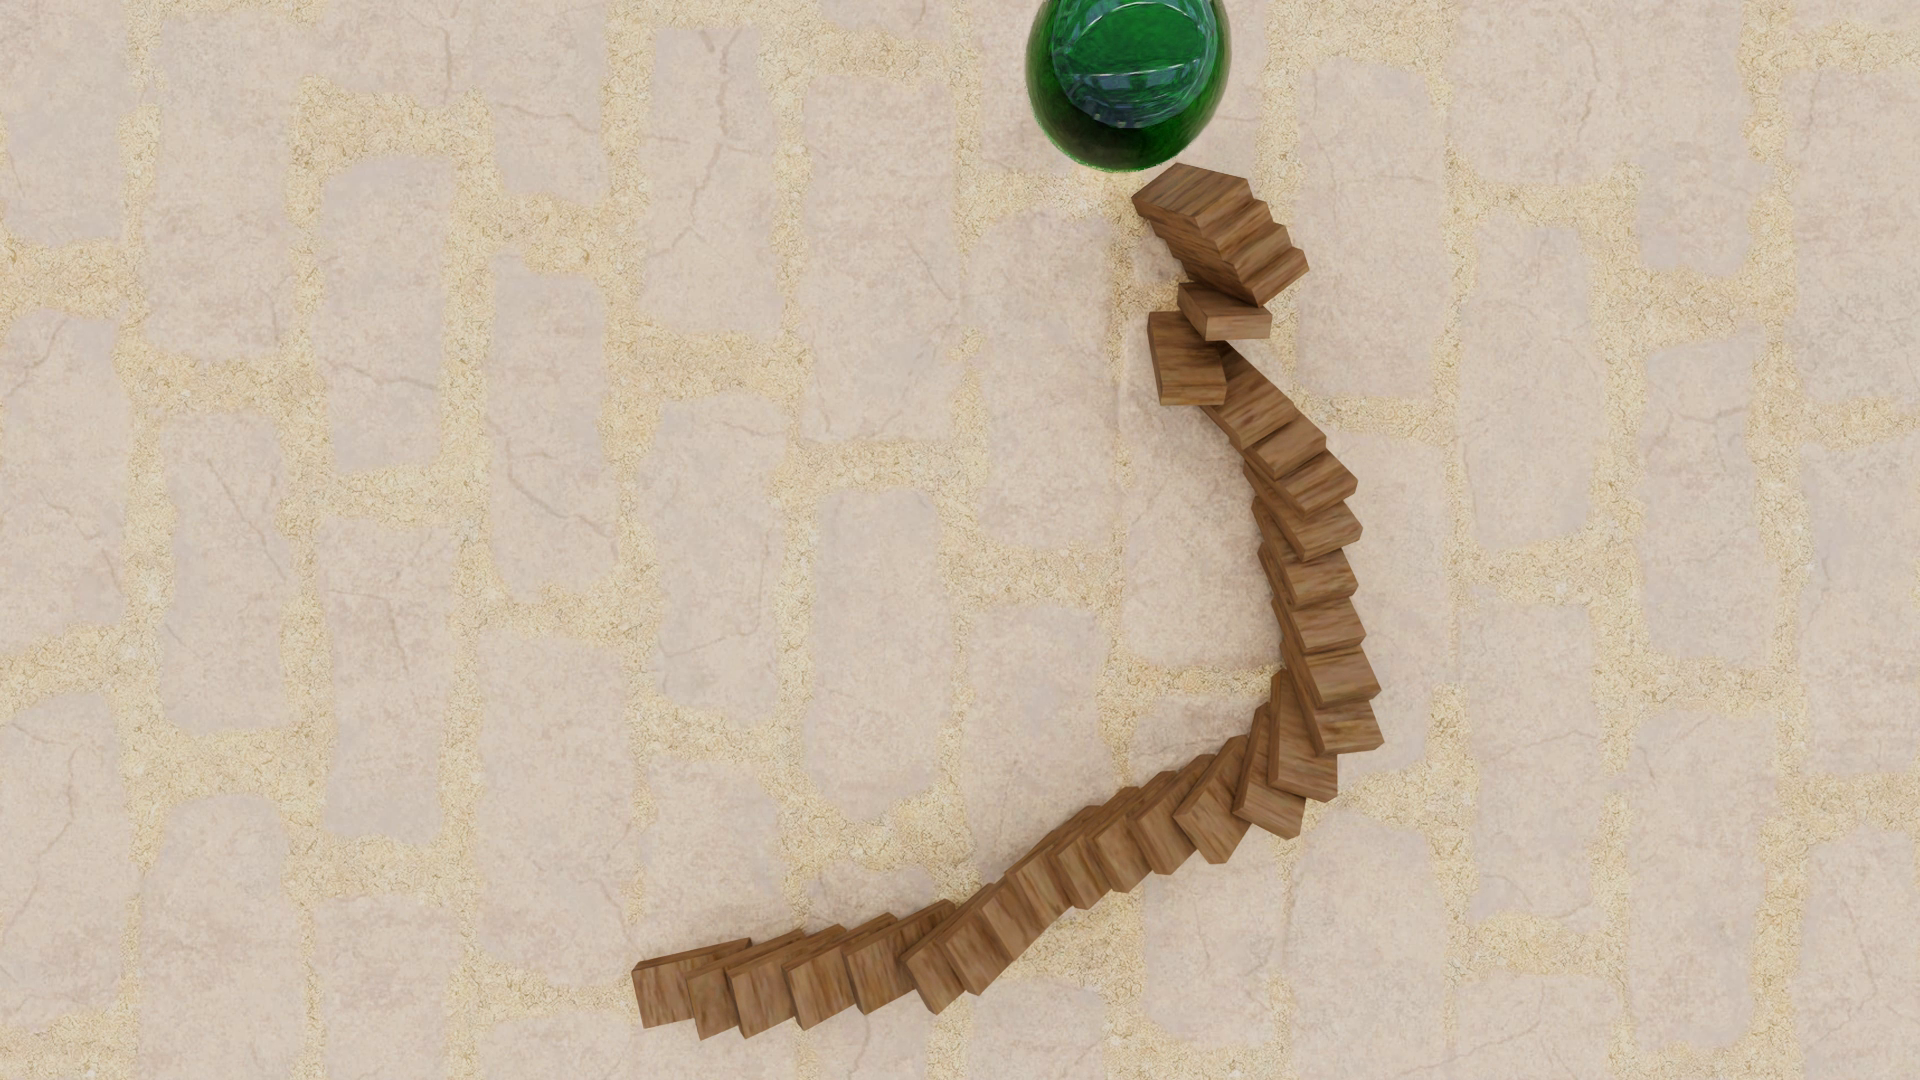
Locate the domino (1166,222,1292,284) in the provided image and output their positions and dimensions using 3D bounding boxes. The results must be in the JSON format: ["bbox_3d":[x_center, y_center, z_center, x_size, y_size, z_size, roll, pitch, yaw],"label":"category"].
[{"bbox_3d":[0.109,-0.122,0.377,0.025,0.050,0.010,-37,126,0],"label":"domino"}]

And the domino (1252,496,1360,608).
[{"bbox_3d":[0.143,0.002,0.383,0.025,0.010,0.050,-12,60,0],"label":"domino"}]

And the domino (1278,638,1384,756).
[{"bbox_3d":[0.154,0.063,0.382,0.025,0.009,0.050,-5,59,-6],"label":"domino"}]

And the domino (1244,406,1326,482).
[{"bbox_3d":[0.125,-0.050,0.382,0.025,0.010,0.050,-33,56,-1],"label":"domino"}]

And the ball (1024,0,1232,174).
[{"bbox_3d":[0.065,-0.187,0.360,0.080,0.080,0.080,0,90,0],"label":"ball"}]

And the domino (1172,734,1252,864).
[{"bbox_3d":[0.111,0.107,0.381,0.050,0.009,0.025,-39,92,-35],"label":"domino"}]

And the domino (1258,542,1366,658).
[{"bbox_3d":[0.146,0.022,0.383,0.025,0.009,0.050,-12,60,-2],"label":"domino"}]

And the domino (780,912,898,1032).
[{"bbox_3d":[-0.047,0.180,0.384,0.050,0.009,0.025,-16,92,-28],"label":"domino"}]

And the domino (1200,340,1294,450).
[{"bbox_3d":[0.112,-0.062,0.381,0.025,0.010,0.050,-32,52,0],"label":"domino"}]

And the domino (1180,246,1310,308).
[{"bbox_3d":[0.116,-0.113,0.377,0.025,0.050,0.009,-37,126,0],"label":"domino"}]

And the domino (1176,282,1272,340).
[{"bbox_3d":[0.107,-0.095,0.376,0.025,0.050,0.009,-2,120,0],"label":"domino"}]

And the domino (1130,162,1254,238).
[{"bbox_3d":[0.094,-0.140,0.377,0.025,0.050,0.009,-37,126,0],"label":"domino"}]

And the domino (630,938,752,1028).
[{"bbox_3d":[-0.113,0.191,0.395,0.050,0.009,0.025,-13,90,0],"label":"domino"}]

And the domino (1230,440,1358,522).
[{"bbox_3d":[0.138,-0.033,0.381,0.025,0.010,0.050,-28,56,-5],"label":"domino"}]

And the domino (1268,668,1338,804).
[{"bbox_3d":[0.143,0.081,0.382,0.025,0.010,0.050,17,56,-2],"label":"domino"}]

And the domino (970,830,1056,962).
[{"bbox_3d":[0.031,0.147,0.383,0.050,0.009,0.025,-33,91,-32],"label":"domino"}]

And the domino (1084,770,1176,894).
[{"bbox_3d":[0.077,0.121,0.382,0.050,0.010,0.025,-29,90,-32],"label":"domino"}]

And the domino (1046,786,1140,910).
[{"bbox_3d":[0.062,0.128,0.383,0.050,0.009,0.025,-29,90,-32],"label":"domino"}]

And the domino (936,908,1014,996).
[{"bbox_3d":[0.017,0.161,0.382,0.050,0.009,0.025,-33,91,-32],"label":"domino"}]

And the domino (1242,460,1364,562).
[{"bbox_3d":[0.142,-0.017,0.382,0.025,0.009,0.050,-21,56,-1],"label":"domino"}]

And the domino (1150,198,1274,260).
[{"bbox_3d":[0.102,-0.132,0.377,0.025,0.050,0.010,-37,126,0],"label":"domino"}]

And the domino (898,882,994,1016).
[{"bbox_3d":[0.002,0.170,0.384,0.050,0.010,0.025,-30,90,-27],"label":"domino"}]

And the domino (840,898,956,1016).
[{"bbox_3d":[-0.022,0.174,0.385,0.050,0.010,0.025,-17,90,-26],"label":"domino"}]

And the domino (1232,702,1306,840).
[{"bbox_3d":[0.132,0.096,0.382,0.025,0.009,0.050,27,56,0],"label":"domino"}]

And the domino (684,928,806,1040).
[{"bbox_3d":[-0.088,0.186,0.386,0.050,0.009,0.025,-13,90,-23],"label":"domino"}]

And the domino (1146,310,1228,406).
[{"bbox_3d":[0.093,-0.076,0.380,0.025,0.009,0.050,-1,49,3],"label":"domino"}]

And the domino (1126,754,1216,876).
[{"bbox_3d":[0.094,0.114,0.383,0.050,0.010,0.025,-29,90,-32],"label":"domino"}]

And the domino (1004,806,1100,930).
[{"bbox_3d":[0.045,0.136,0.383,0.050,0.009,0.025,-28,88,-32],"label":"domino"}]

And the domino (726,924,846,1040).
[{"bbox_3d":[-0.069,0.183,0.382,0.050,0.009,0.025,-13,90,-28],"label":"domino"}]

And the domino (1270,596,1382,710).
[{"bbox_3d":[0.152,0.044,0.382,0.025,0.009,0.050,-9,59,-6],"label":"domino"}]
